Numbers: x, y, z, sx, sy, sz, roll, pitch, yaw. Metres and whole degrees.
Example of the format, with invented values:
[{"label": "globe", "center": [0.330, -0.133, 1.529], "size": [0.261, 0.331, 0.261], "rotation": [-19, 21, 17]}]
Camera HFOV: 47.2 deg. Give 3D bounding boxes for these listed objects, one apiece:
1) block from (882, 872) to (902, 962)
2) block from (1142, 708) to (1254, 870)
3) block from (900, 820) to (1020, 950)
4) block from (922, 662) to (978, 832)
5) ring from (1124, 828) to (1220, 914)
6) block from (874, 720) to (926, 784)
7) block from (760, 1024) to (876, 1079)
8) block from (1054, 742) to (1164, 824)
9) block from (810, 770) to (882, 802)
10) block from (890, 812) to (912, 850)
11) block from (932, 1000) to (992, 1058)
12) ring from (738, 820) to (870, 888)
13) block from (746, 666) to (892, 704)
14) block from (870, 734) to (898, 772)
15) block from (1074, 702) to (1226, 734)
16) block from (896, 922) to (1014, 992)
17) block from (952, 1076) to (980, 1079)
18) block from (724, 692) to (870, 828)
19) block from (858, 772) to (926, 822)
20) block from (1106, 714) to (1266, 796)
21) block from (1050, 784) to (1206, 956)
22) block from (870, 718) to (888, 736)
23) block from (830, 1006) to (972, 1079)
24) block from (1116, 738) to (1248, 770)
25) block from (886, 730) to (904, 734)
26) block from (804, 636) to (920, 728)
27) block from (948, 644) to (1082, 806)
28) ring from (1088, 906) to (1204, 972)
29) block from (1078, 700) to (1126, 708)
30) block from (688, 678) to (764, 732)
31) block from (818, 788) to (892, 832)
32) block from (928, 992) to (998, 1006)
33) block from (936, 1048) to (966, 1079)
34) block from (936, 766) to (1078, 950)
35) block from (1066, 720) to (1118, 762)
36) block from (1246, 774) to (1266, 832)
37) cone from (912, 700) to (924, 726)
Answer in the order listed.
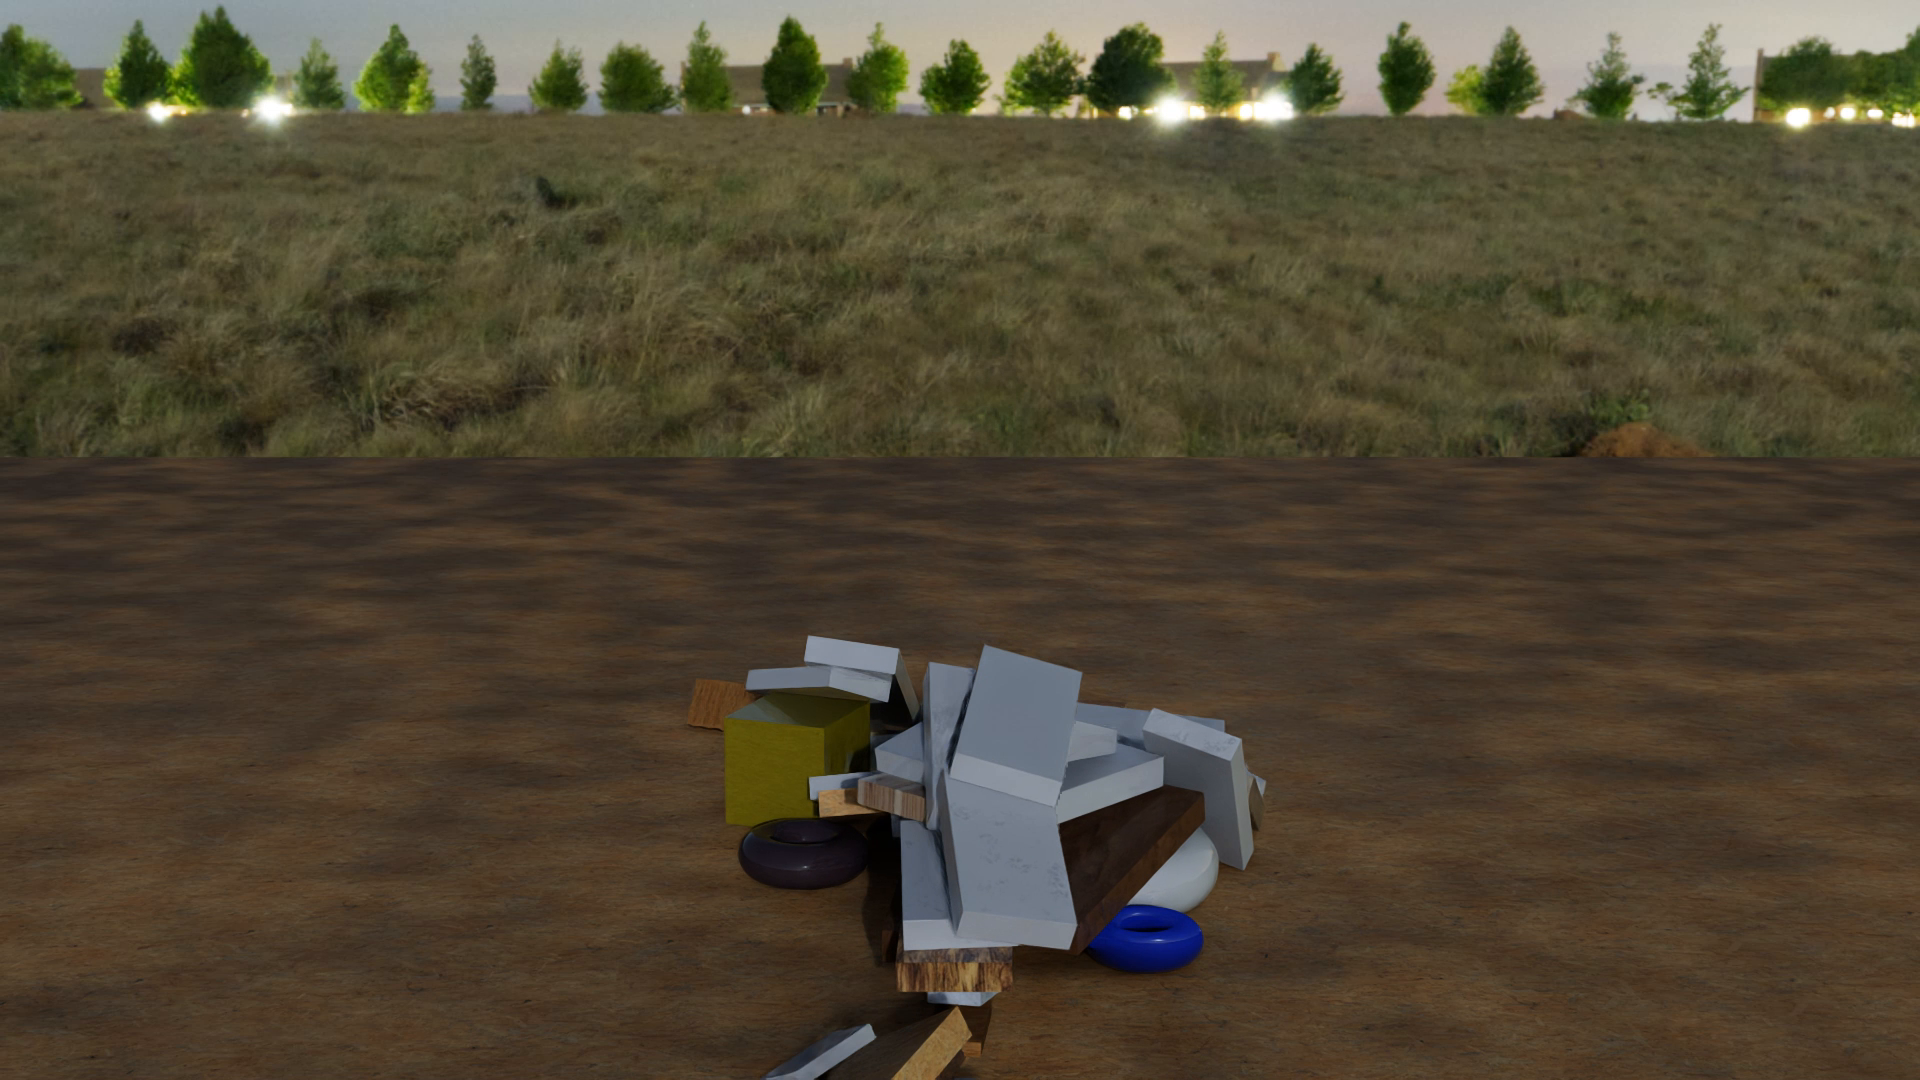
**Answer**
[{"label": "block", "center": [0.001, 0.520, 3.265], "size": [0.178, 0.050, 0.356], "rotation": [1, 18, 7]}, {"label": "block", "center": [0.401, 0.420, 3.670], "size": [0.154, 0.379, 0.044], "rotation": [19, 60, 23]}, {"label": "block", "center": [-0.004, 0.480, 3.097], "size": [0.155, 0.044, 0.310], "rotation": [-2, 18, -2]}, {"label": "block", "center": [0.028, 0.312, 3.262], "size": [0.155, 0.044, 0.310], "rotation": [10, 37, -10]}, {"label": "ring", "center": [0.244, 0.533, 3.648], "size": [0.370, 0.123, 0.370], "rotation": [1, 10, 0]}, {"label": "block", "center": [0.009, 0.300, 3.384], "size": [0.132, 0.037, 0.264], "rotation": [12, 27, 40]}, {"label": "block", "center": [-0.191, 0.692, 2.932], "size": [0.077, 0.022, 0.155], "rotation": [-23, -1, 40]}, {"label": "block", "center": [0.140, 0.391, 3.518], "size": [0.356, 0.050, 0.178], "rotation": [-13, 18, -42]}, {"label": "block", "center": [-0.159, 0.451, 3.931], "size": [0.138, 0.039, 0.276], "rotation": [-7, -13, 14]}, {"label": "block", "center": [-0.034, 0.491, 3.743], "size": [0.155, 0.044, 0.311], "rotation": [-3, -12, -1]}, {"label": "block", "center": [-0.001, 0.685, 3.096], "size": [0.077, 0.022, 0.155], "rotation": [1, 11, 6]}, {"label": "ring", "center": [-0.267, 0.535, 3.762], "size": [0.226, 0.075, 0.226], "rotation": [1, 10, 0]}, {"label": "block", "center": [-0.270, 0.276, 4.159], "size": [0.138, 0.039, 0.276], "rotation": [19, -16, -36]}, {"label": "block", "center": [-0.192, 0.433, 4.308], "size": [0.276, 0.039, 0.138], "rotation": [-4, 21, -6]}, {"label": "block", "center": [0.355, 0.399, 4.363], "size": [0.338, 0.048, 0.169], "rotation": [7, 24, 2]}, {"label": "block", "center": [-0.001, 0.533, 3.074], "size": [0.155, 0.044, 0.310], "rotation": [-1, 18, 3]}, {"label": "block", "center": [-0.015, 0.717, 2.823], "size": [0.061, 0.017, 0.121], "rotation": [1, 4, 12]}, {"label": "block", "center": [-0.300, 0.412, 4.078], "size": [0.201, 0.201, 0.201], "rotation": [4, 11, 21]}, {"label": "block", "center": [-0.018, 0.374, 3.358], "size": [0.132, 0.037, 0.264], "rotation": [10, 12, 39]}, {"label": "block", "center": [0.411, 0.431, 4.183], "size": [0.154, 0.044, 0.309], "rotation": [-14, 31, -43]}, {"label": "block", "center": [0.209, 0.500, 3.450], "size": [0.178, 0.050, 0.431], "rotation": [9, 27, 31]}, {"label": "block", "center": [-0.254, 0.407, 4.484], "size": [0.203, 0.029, 0.102], "rotation": [-10, 10, -8]}, {"label": "block", "center": [-0.138, 0.710, 2.712], "size": [0.155, 0.044, 0.487], "rotation": [-27, 0, 22]}, {"label": "block", "center": [0.381, 0.416, 4.098], "size": [0.276, 0.039, 0.138], "rotation": [-3, 25, -26]}, {"label": "block", "center": [-0.122, 0.428, 4.463], "size": [0.102, 0.029, 0.203], "rotation": [1, 11, 6]}, {"label": "block", "center": [-0.185, 0.288, 4.352], "size": [0.169, 0.048, 0.693], "rotation": [8, -13, 4]}, {"label": "block", "center": [0.085, 0.268, 3.224], "size": [0.155, 0.044, 0.310], "rotation": [16, 28, 1]}, {"label": "ring", "center": [0.282, 0.613, 3.381], "size": [0.184, 0.061, 0.184], "rotation": [0, 9, 0]}, {"label": "block", "center": [0.240, 0.399, 4.568], "size": [0.169, 0.048, 0.338], "rotation": [2, 11, 12]}, {"label": "block", "center": [-0.473, 0.355, 4.649], "size": [0.203, 0.102, 0.029], "rotation": [5, -14, 25]}, {"label": "block", "center": [-0.134, 0.468, 3.826], "size": [0.155, 0.044, 0.310], "rotation": [-6, -13, 9]}, {"label": "block", "center": [0.010, 0.650, 3.193], "size": [0.077, 0.022, 0.155], "rotation": [1, -2, 14]}, {"label": "block", "center": [-0.035, 0.694, 2.851], "size": [0.061, 0.017, 0.122], "rotation": [-27, -2, 13]}, {"label": "block", "center": [0.060, 0.432, 3.016], "size": [0.155, 0.044, 0.311], "rotation": [9, 30, -11]}, {"label": "block", "center": [0.121, 0.323, 3.513], "size": [0.132, 0.037, 0.264], "rotation": [10, 8, 38]}, {"label": "block", "center": [0.448, 0.446, 3.874], "size": [0.154, 0.044, 0.309], "rotation": [14, -14, 15]}, {"label": "cone", "center": [-0.068, 0.445, 4.121], "size": [0.269, 0.269, 0.269], "rotation": [-36, 27, -25]}]
